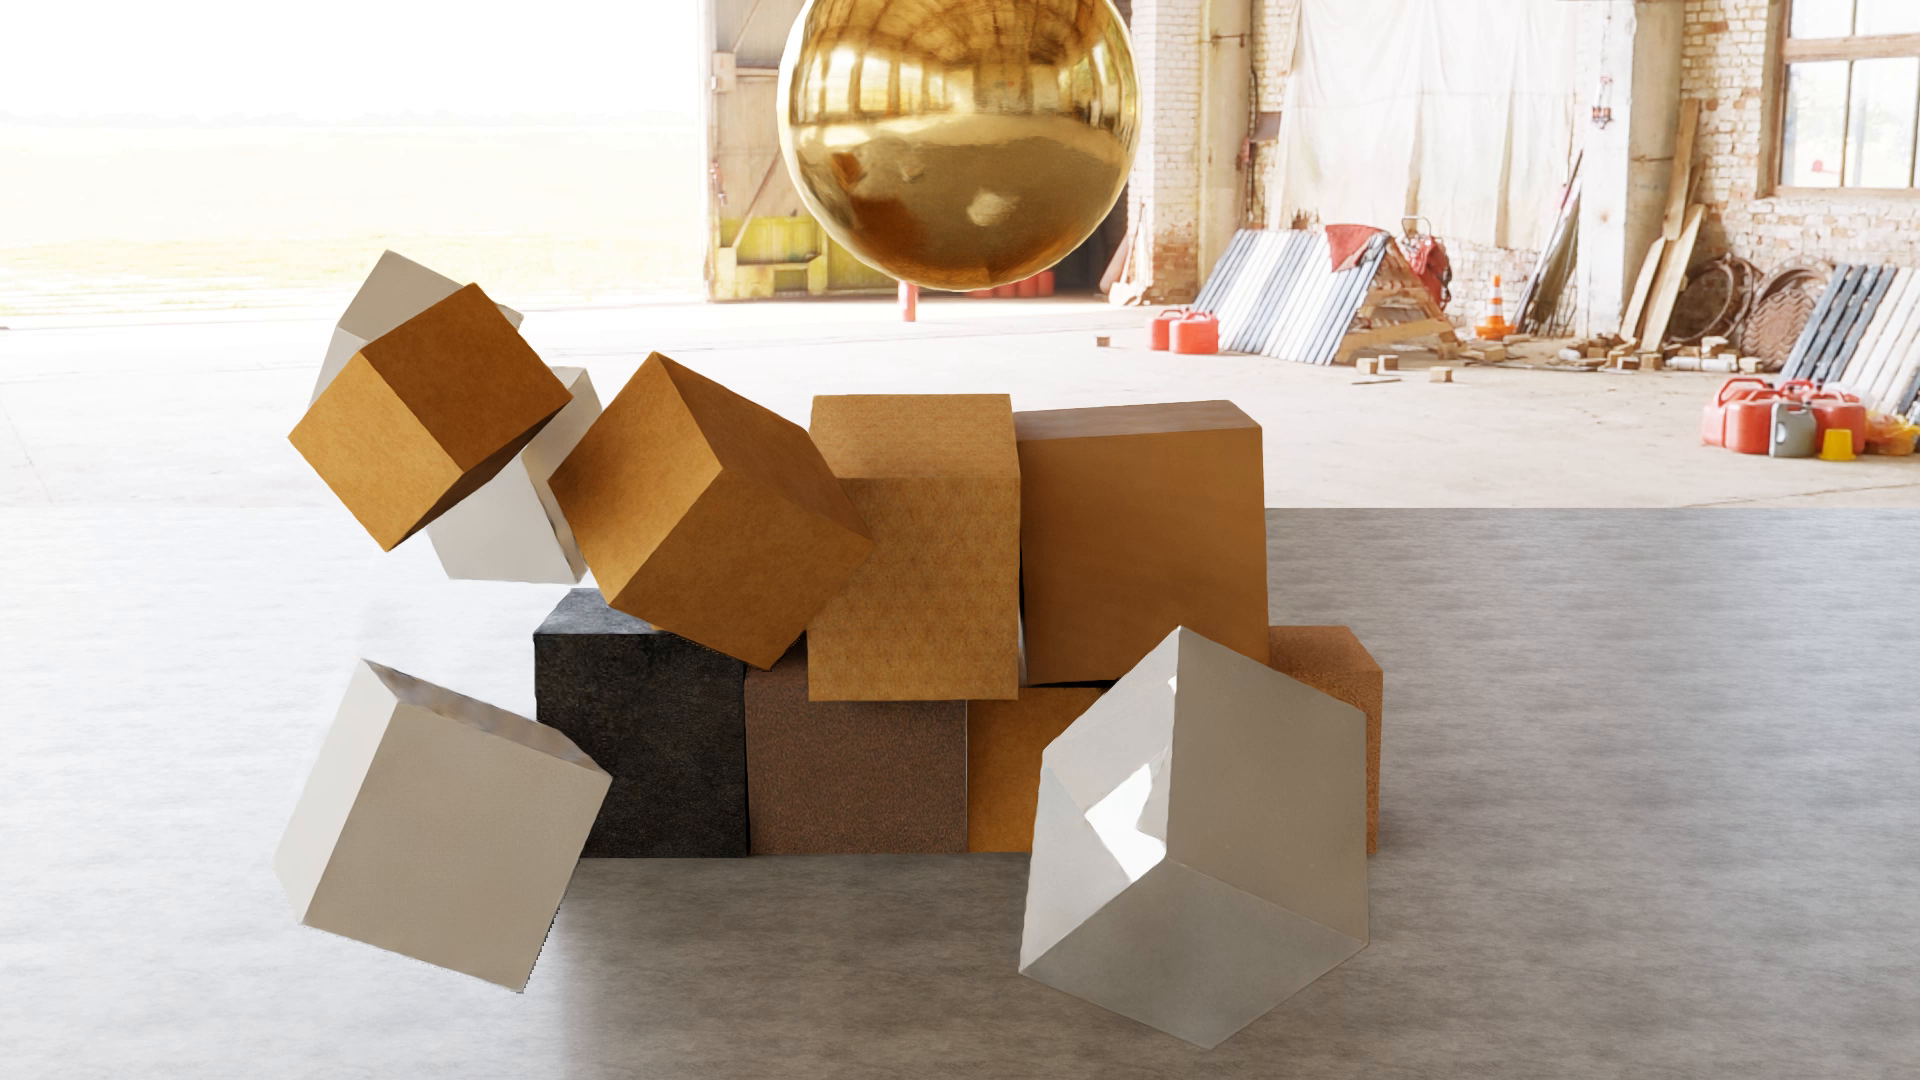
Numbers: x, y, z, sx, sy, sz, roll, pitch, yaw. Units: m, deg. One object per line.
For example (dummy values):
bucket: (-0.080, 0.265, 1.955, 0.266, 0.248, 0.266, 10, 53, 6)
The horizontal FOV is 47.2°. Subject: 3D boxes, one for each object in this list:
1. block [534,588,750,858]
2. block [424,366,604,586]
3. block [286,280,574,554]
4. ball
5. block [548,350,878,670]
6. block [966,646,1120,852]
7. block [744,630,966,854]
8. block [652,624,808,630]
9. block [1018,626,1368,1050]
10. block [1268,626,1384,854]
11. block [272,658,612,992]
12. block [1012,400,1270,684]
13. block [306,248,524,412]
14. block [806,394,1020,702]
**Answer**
block: (-1.566, 0.916, 11.332, 1.020, 1.143, 1.096, 0, 10, 0)
block: (-2.168, -0.321, 10.752, 0.752, 0.798, 0.691, 2, 41, 23)
block: (-2.220, -0.515, 9.224, 0.735, 0.636, 0.710, -36, 5, 42)
ball: (0.000, -1.890, 9.604, 1.600, 1.600, 1.600, 0, 10, 0)
block: (-1.076, -0.120, 9.522, 0.925, 0.768, 0.871, 27, 21, -43)
block: (0.523, 1.063, 11.356, 0.974, 0.846, 0.906, 0, 10, 0)
block: (-0.505, 0.947, 11.218, 1.072, 0.937, 0.959, 0, 23, 0)
block: (-1.125, -0.023, 11.158, 0.772, 0.769, 0.931, 0, 10, 0)
block: (0.905, 1.159, 8.473, 0.873, 1.002, 1.053, 25, 46, -18)
block: (1.549, 1.014, 11.375, 1.057, 0.936, 1.014, 0, 10, 0)
block: (-1.718, 0.924, 7.252, 0.743, 0.745, 0.717, 24, -2, -25)
block: (0.877, -0.022, 11.160, 1.178, 1.193, 1.155, -3, 10, 0)
block: (-2.825, -0.905, 11.410, 0.776, 0.706, 0.661, 26, 44, -9)
block: (-0.231, 0.013, 10.768, 0.992, 1.133, 1.165, 0, 23, -1)
